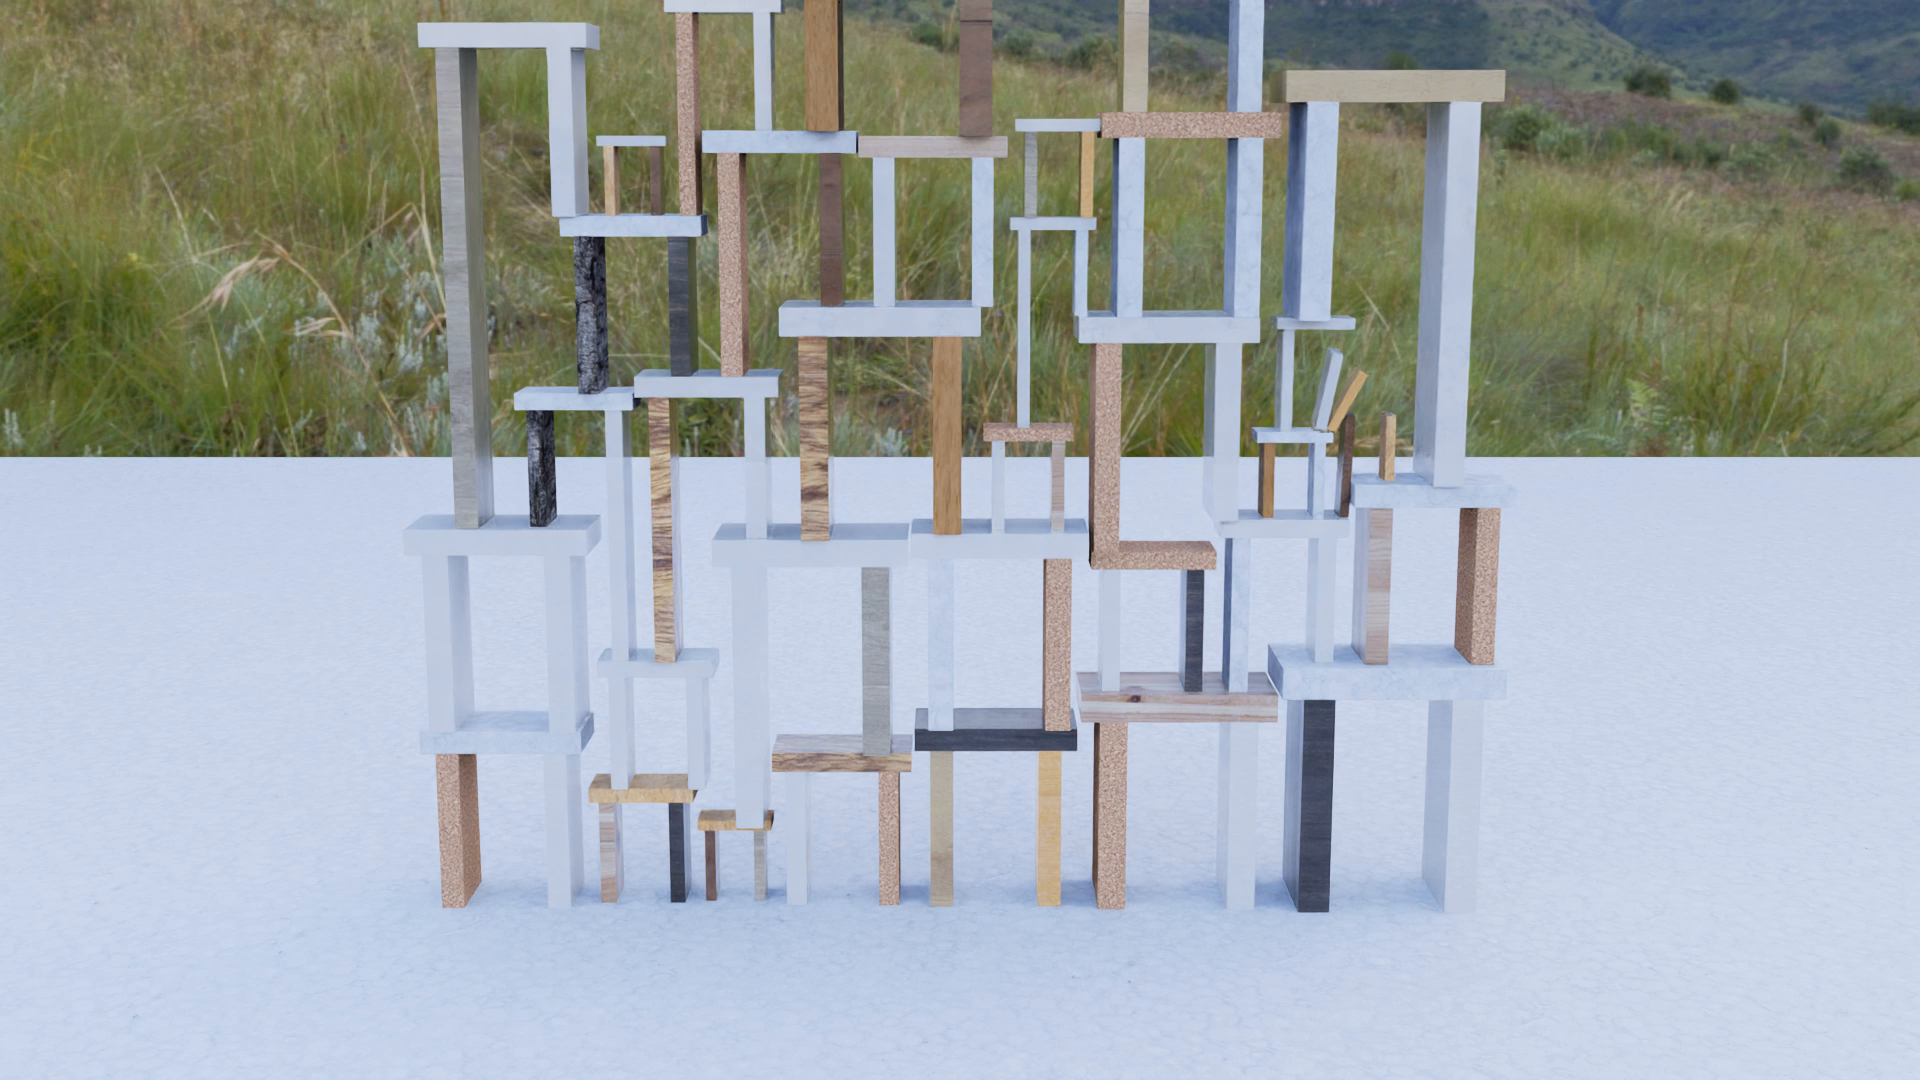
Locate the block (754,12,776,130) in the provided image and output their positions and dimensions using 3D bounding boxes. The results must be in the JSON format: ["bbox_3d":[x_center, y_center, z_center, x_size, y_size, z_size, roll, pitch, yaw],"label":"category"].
[{"bbox_3d":[-0.303,-0.727,3.421,0.025,0.178,0.089,0,11,0],"label":"block"}]

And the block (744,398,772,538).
[{"bbox_3d":[-0.324,-0.123,3.533,0.032,0.226,0.113,0,11,0],"label":"block"}]

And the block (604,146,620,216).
[{"bbox_3d":[-0.547,-0.565,3.454,0.015,0.107,0.054,0,11,0],"label":"block"}]

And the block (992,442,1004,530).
[{"bbox_3d":[0.061,-0.093,3.538,0.020,0.143,0.072,0,11,0],"label":"block"}]

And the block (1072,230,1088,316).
[{"bbox_3d":[0.190,-0.425,3.483,0.019,0.134,0.067,0,10,-1],"label":"block"}]

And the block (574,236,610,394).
[{"bbox_3d":[-0.585,-0.361,3.493,0.031,0.246,0.109,0,11,0],"label":"block"}]

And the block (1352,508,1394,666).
[{"bbox_3d":[0.668,0.063,3.568,0.036,0.257,0.128,0,11,0],"label":"block"}]

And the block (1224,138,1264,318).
[{"bbox_3d":[0.447,-0.495,3.473,0.039,0.275,0.138,0,10,0],"label":"block"}]

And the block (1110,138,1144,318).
[{"bbox_3d":[0.264,-0.495,3.471,0.039,0.275,0.138,0,10,0],"label":"block"}]

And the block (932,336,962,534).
[{"bbox_3d":[-0.020,-0.177,3.525,0.044,0.313,0.157,0,11,0],"label":"block"}]

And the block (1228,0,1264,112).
[{"bbox_3d":[0.444,-0.797,3.416,0.037,0.262,0.131,0,10,0],"label":"block"}]

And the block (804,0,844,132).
[{"bbox_3d":[-0.210,-0.813,3.405,0.050,0.352,0.176,0,11,0],"label":"block"}]

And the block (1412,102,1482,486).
[{"bbox_3d":[0.770,-0.391,3.485,0.047,0.594,0.167,0,11,0],"label":"block"}]

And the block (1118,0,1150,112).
[{"bbox_3d":[0.269,-0.798,3.417,0.037,0.262,0.131,0,10,0],"label":"block"}]

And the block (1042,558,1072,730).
[{"bbox_3d":[0.158,0.156,3.585,0.040,0.283,0.141,0,11,0],"label":"block"}]

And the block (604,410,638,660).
[{"bbox_3d":[-0.548,-0.013,3.558,0.027,0.407,0.094,0,11,0],"label":"block"}]

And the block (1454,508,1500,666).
[{"bbox_3d":[0.839,0.063,3.568,0.036,0.257,0.128,0,11,0],"label":"block"}]

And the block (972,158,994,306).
[{"bbox_3d":[0.035,-0.487,3.465,0.033,0.230,0.115,0,11,0],"label":"block"}]

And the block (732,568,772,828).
[{"bbox_3d":[-0.342,0.242,3.609,0.044,0.432,0.155,0,11,0],"label":"block"}]

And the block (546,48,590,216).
[{"bbox_3d":[-0.612,-0.637,3.438,0.036,0.256,0.128,0,11,0],"label":"block"}]

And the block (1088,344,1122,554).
[{"bbox_3d":[0.232,-0.156,3.537,0.040,0.335,0.141,0,10,-1],"label":"block"}]

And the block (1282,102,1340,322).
[{"bbox_3d":[0.549,-0.518,3.456,0.047,0.333,0.167,0,11,-1],"label":"block"}]

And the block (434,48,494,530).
[{"bbox_3d":[-0.783,-0.396,3.483,0.036,0.747,0.128,0,11,0],"label":"block"}]

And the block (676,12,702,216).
[{"bbox_3d":[-0.423,-0.663,3.433,0.025,0.309,0.089,0,11,0],"label":"block"}]

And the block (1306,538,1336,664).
[{"bbox_3d":[0.586,0.088,3.574,0.029,0.205,0.103,0,11,0],"label":"block"}]

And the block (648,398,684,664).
[{"bbox_3d":[-0.474,-0.023,3.551,0.032,0.429,0.113,0,11,0],"label":"block"}]

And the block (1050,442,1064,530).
[{"bbox_3d":[0.156,-0.093,3.538,0.020,0.143,0.072,0,11,0],"label":"block"}]

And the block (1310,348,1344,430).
[{"bbox_3d":[0.586,-0.242,3.510,0.017,0.123,0.062,11,14,-1],"label":"block"}]

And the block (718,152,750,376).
[{"bbox_3d":[-0.358,-0.438,3.482,0.034,0.347,0.118,0,11,0],"label":"block"}]

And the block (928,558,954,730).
[{"bbox_3d":[-0.031,0.156,3.585,0.040,0.283,0.141,0,11,0],"label":"block"}]

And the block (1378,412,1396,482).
[{"bbox_3d":[0.686,-0.150,3.529,0.015,0.105,0.053,0,11,0],"label":"block"}]

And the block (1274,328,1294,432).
[{"bbox_3d":[0.518,-0.258,3.513,0.017,0.164,0.062,0,11,-2],"label":"block"}]

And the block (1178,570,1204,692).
[{"bbox_3d":[0.377,0.137,3.583,0.028,0.201,0.100,0,11,0],"label":"block"}]

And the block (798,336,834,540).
[{"bbox_3d":[-0.229,-0.172,3.526,0.044,0.323,0.157,0,11,0],"label":"block"}]

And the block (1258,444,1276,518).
[{"bbox_3d":[0.493,-0.100,3.539,0.017,0.121,0.060,0,11,0],"label":"block"}]

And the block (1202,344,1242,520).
[{"bbox_3d":[0.420,-0.182,3.535,0.040,0.283,0.141,0,10,-1],"label":"block"}]

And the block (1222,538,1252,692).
[{"bbox_3d":[0.450,0.112,3.579,0.029,0.252,0.103,0,10,0],"label":"block"}]

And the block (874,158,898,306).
[{"bbox_3d":[-0.118,-0.487,3.465,0.033,0.229,0.115,0,11,0],"label":"block"}]

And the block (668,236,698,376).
[{"bbox_3d":[-0.439,-0.374,3.491,0.031,0.219,0.109,0,11,0],"label":"block"}]

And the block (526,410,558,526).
[{"bbox_3d":[-0.673,-0.122,3.538,0.027,0.187,0.094,0,10,0],"label":"block"}]

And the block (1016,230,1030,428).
[{"bbox_3d":[0.101,-0.338,3.499,0.019,0.312,0.067,0,10,0],"label":"block"}]

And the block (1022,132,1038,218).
[{"bbox_3d":[0.110,-0.574,3.450,0.019,0.132,0.066,0,10,-1],"label":"block"}]

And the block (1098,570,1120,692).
[{"bbox_3d":[0.243,0.137,3.583,0.028,0.201,0.100,0,11,0],"label":"block"}]

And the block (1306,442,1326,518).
[{"bbox_3d":[0.573,-0.100,3.539,0.017,0.121,0.060,0,11,0],"label":"block"}]

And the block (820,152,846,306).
[{"bbox_3d":[-0.201,-0.492,3.472,0.034,0.237,0.118,0,11,0],"label":"block"}]

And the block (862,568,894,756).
[{"bbox_3d":[-0.135,0.182,3.598,0.044,0.311,0.155,0,11,0],"label":"block"}]

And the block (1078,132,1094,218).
[{"bbox_3d":[0.198,-0.574,3.451,0.019,0.132,0.066,0,10,-1],"label":"block"}]

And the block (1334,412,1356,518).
[{"bbox_3d":[0.619,-0.122,3.536,0.015,0.164,0.053,2,10,0],"label":"block"}]

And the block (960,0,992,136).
[{"bbox_3d":[0.024,-0.809,3.406,0.050,0.360,0.176,0,11,0],"label":"block"}]

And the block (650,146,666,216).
[{"bbox_3d":[-0.475,-0.565,3.454,0.015,0.107,0.054,0,11,0],"label":"block"}]
